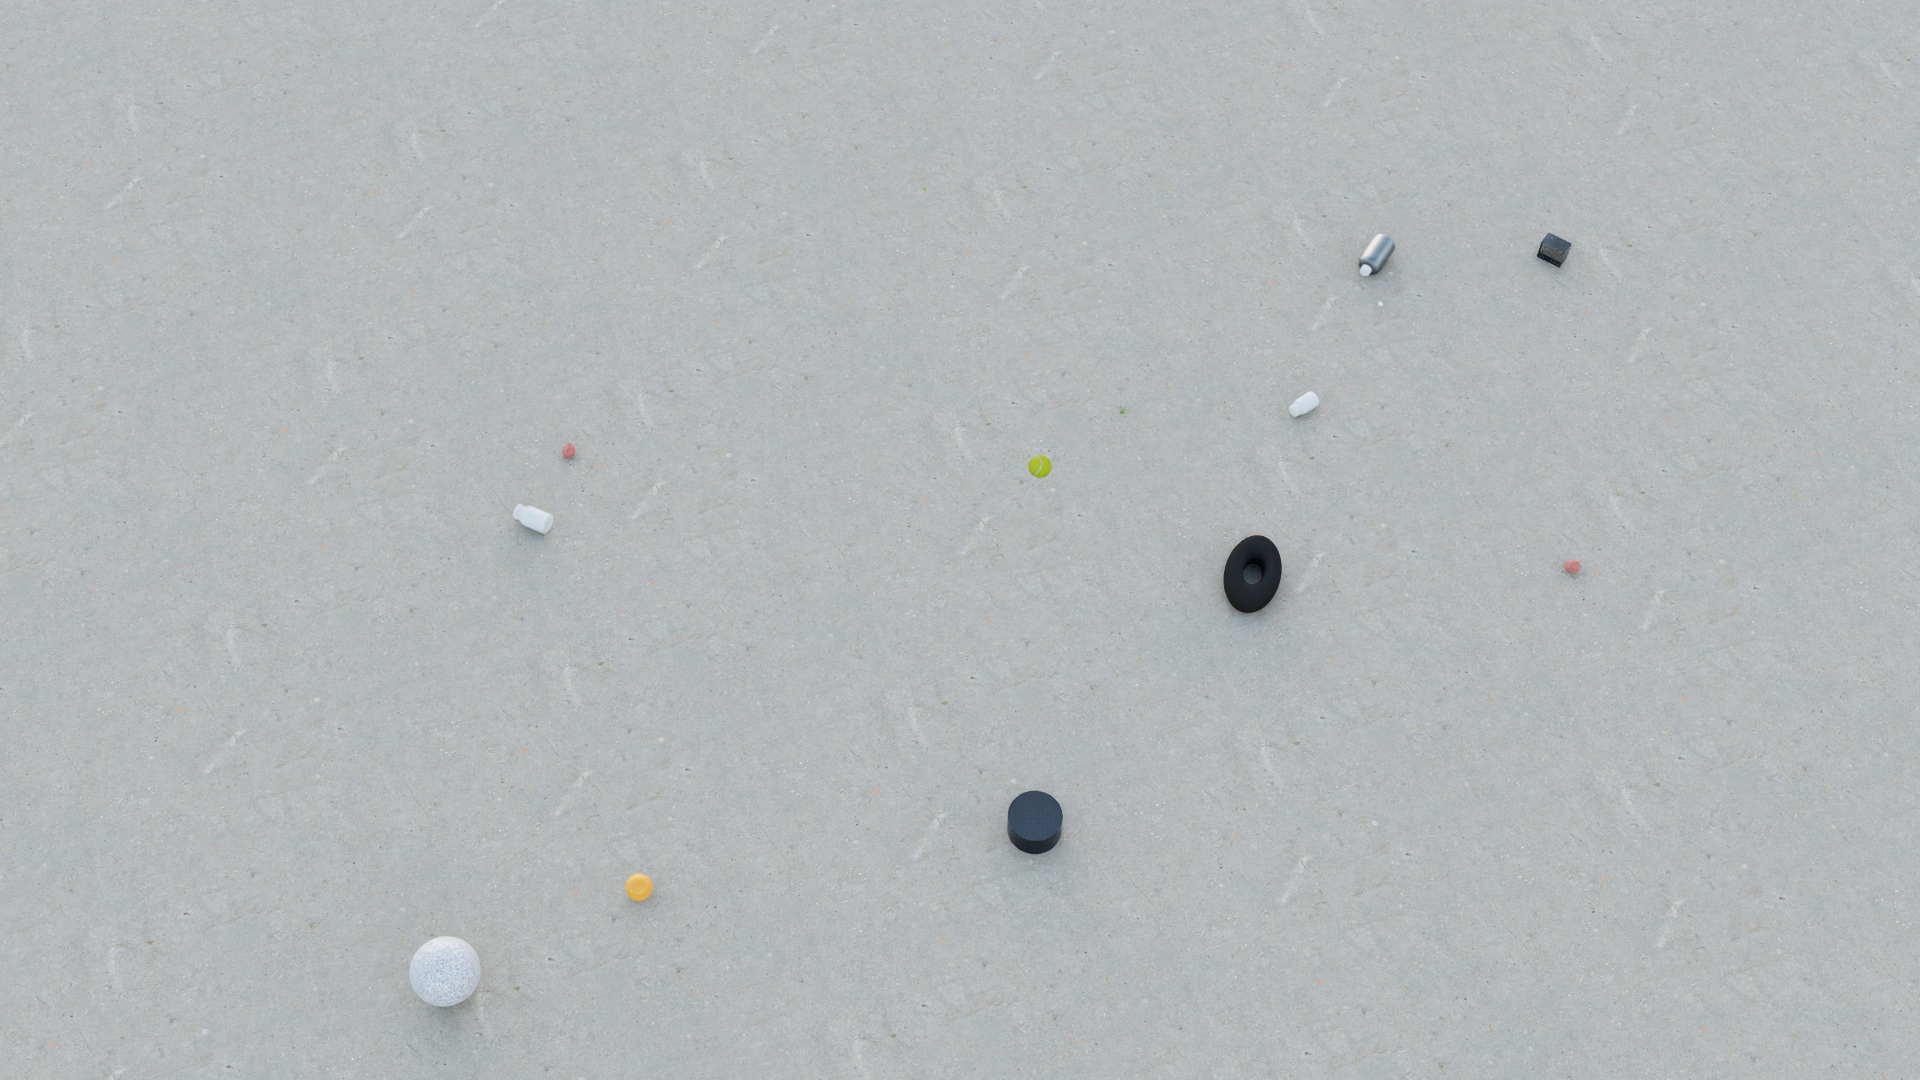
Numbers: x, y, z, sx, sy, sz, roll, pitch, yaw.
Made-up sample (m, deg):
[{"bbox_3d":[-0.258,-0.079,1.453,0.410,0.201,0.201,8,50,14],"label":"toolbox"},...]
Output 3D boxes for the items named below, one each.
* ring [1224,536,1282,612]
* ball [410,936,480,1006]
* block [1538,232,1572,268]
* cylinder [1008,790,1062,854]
[{"bbox_3d":[0.860,0.099,6.461,0.166,0.078,0.268,14,56,7],"label":"ring"},{"bbox_3d":[-1.337,1.121,5.713,0.180,0.180,0.180,0,56,0],"label":"ball"},{"bbox_3d":[1.936,-0.945,7.164,0.084,0.072,0.050,31,61,19],"label":"block"},{"bbox_3d":[0.204,0.771,6.008,0.149,0.080,0.152,-7,56,-5],"label":"cylinder"}]
